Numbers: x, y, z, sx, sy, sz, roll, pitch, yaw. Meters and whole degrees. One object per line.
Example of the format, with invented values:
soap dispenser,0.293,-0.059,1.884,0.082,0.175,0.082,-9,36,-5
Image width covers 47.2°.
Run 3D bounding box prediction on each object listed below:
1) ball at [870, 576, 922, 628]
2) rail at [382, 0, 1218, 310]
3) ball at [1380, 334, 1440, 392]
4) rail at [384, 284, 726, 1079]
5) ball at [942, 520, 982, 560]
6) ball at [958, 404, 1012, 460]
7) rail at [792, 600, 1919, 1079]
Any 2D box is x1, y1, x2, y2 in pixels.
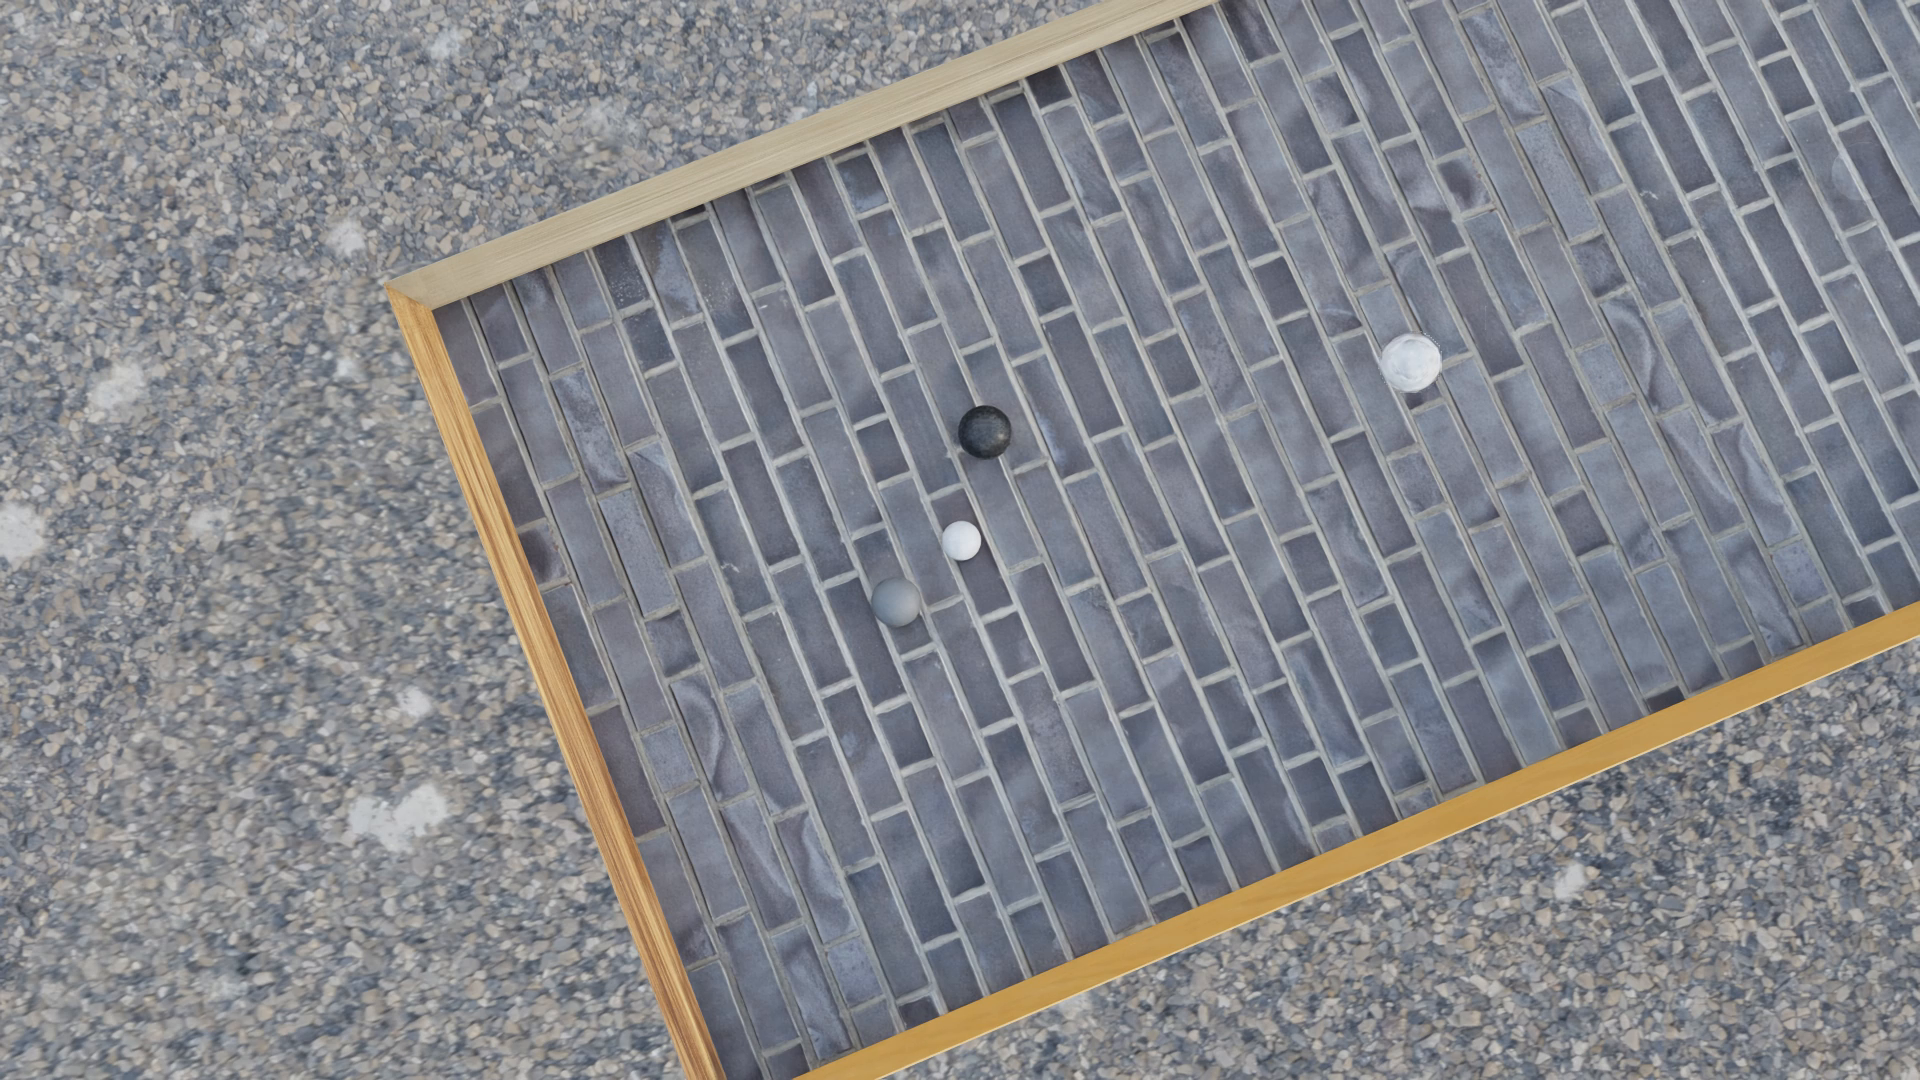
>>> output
ball,-0.095,0.092,3.271,0.075,0.075,0.075,0,79,0
rail,0.351,-0.843,3.427,2.608,0.115,0.045,-22,80,-4
ball,0.683,-0.269,3.332,0.089,0.089,0.089,0,79,0
rail,-0.580,0.233,3.223,0.045,0.115,1.356,-22,80,-4
ball,0.002,0.001,3.296,0.060,0.060,0.060,0,79,0
ball,0.038,-0.162,3.315,0.083,0.083,0.083,0,79,0
rail,0.853,0.344,3.202,2.608,0.115,0.045,-22,80,-4
